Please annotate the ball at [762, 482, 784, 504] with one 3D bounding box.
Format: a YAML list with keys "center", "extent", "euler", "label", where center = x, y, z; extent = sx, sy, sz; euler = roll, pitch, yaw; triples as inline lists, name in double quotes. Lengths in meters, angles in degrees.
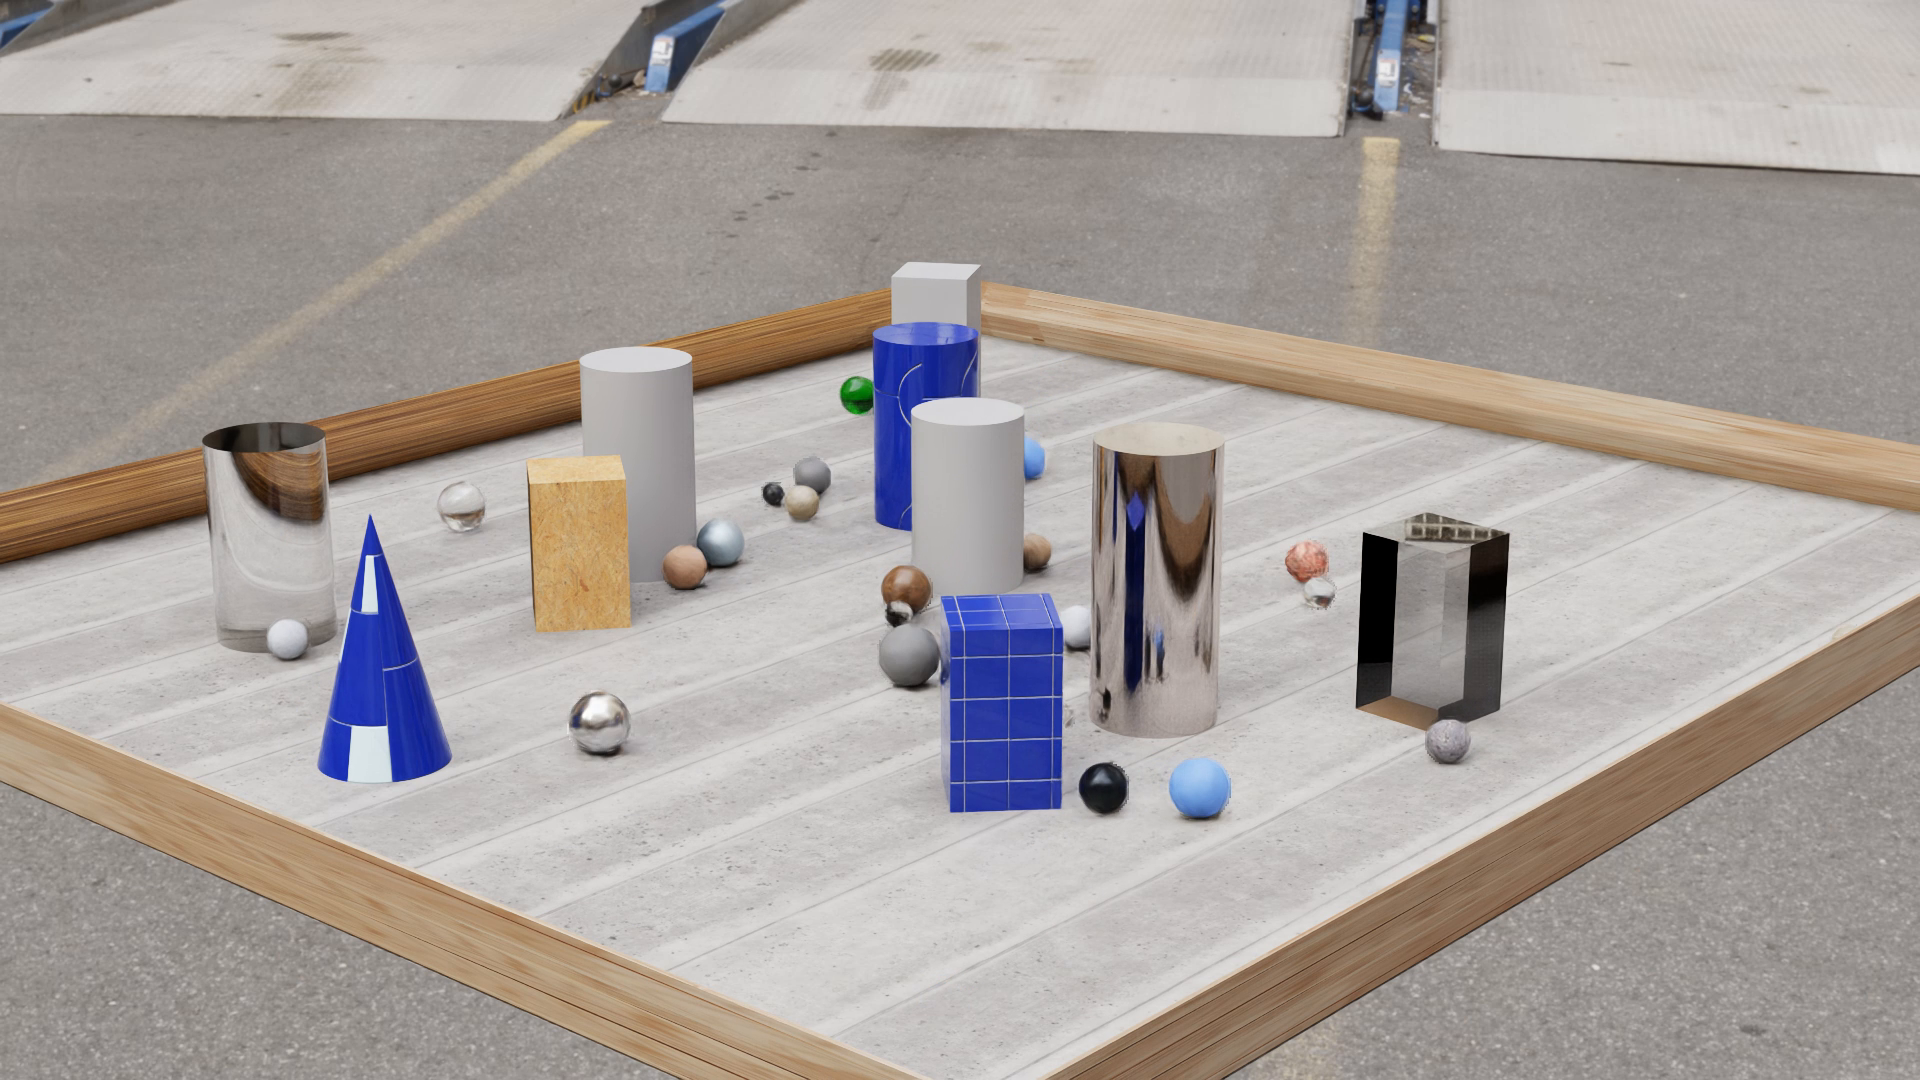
- center: [-0.362, -0.089, 5.677]
  extent: [0.043, 0.043, 0.043]
  euler: [0, 17, 0]
  label: "ball"

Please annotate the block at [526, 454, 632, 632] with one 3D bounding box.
- center: [-0.649, 0.005, 4.987]
  extent: [0.159, 0.260, 0.159]
  euler: [-3, 17, -10]
  label: "block"

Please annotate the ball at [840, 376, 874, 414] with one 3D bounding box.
- center: [-0.220, -0.314, 6.354]
  extent: [0.082, 0.082, 0.082]
  euler: [0, 17, 0]
  label: "ball"

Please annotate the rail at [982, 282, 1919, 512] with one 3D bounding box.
- center: [1.031, -0.310, 6.257]
  extent: [2.861, 0.129, 0.045]
  euler: [14, 22, 39]
  label: "rail"

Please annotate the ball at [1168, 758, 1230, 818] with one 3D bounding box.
- center: [0.338, 0.350, 4.144]
  extent: [0.085, 0.085, 0.085]
  euler: [0, 17, 0]
  label: "ball"

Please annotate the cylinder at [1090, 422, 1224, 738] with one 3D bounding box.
- center: [0.300, 0.060, 4.483]
  extent: [0.199, 0.445, 0.199]
  euler: [0, 17, 0]
  label: "cylinder"

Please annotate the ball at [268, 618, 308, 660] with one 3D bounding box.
- center: [-1.100, 0.162, 4.801]
  extent: [0.066, 0.066, 0.066]
  euler: [0, 17, 0]
  label: "ball"

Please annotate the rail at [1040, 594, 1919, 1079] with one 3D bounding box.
- center: [1.062, 0.298, 4.237]
  extent: [0.045, 0.129, 3.192]
  euler: [14, 22, 39]
  label: "rail"

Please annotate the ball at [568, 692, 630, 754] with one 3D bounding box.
- center: [-0.539, 0.273, 4.387]
  extent: [0.093, 0.093, 0.093]
  euler: [0, 17, 0]
  label: "ball"

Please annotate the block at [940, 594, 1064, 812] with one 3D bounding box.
- center: [0.058, 0.232, 4.211]
  extent: [0.159, 0.272, 0.159]
  euler: [-1, 17, -5]
  label: "block"

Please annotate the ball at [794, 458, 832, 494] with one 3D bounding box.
- center: [-0.288, -0.123, 5.736]
  extent: [0.073, 0.073, 0.073]
  euler: [0, 17, 0]
  label: "ball"

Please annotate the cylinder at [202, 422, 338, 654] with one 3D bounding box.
- center: [-1.147, -0.006, 4.880]
  extent: [0.199, 0.342, 0.199]
  euler: [0, 17, 0]
  label: "cylinder"

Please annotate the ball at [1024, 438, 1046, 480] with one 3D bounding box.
- center: [0.129, -0.162, 5.848]
  extent: [0.084, 0.084, 0.084]
  euler: [0, 17, 0]
  label: "ball"

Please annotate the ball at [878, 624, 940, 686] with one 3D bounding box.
- center: [-0.081, 0.183, 4.674]
  extent: [0.099, 0.099, 0.099]
  euler: [0, 17, 0]
  label: "ball"

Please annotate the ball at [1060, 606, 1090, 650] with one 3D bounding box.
- center: [0.193, 0.145, 4.848]
  extent: [0.072, 0.072, 0.072]
  euler: [0, 17, 0]
  label: "ball"

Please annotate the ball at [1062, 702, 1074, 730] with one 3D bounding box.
- center: [0.154, 0.270, 4.488]
  extent: [0.041, 0.041, 0.041]
  euler: [0, 17, 0]
  label: "ball"

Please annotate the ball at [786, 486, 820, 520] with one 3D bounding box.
- center: [-0.299, -0.071, 5.575]
  extent: [0.066, 0.066, 0.066]
  euler: [0, 17, 0]
  label: "ball"

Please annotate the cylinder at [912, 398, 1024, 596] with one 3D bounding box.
- center: [0.014, -0.077, 5.173]
  extent: [0.199, 0.309, 0.199]
  euler: [0, 17, 0]
  label: "cylinder"

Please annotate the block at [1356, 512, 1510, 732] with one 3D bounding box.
- center: [0.730, 0.126, 4.535]
  extent: [0.159, 0.288, 0.159]
  euler: [-15, 23, -41]
  label: "block"

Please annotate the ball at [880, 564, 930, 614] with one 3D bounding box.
- center: [-0.093, 0.085, 5.024]
  extent: [0.086, 0.086, 0.086]
  euler: [0, 17, 0]
  label: "ball"

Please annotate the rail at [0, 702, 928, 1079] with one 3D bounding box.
- center: [-1.031, 0.375, 3.983]
  extent: [2.861, 0.129, 0.045]
  euler: [14, 22, 39]
  label: "rail"

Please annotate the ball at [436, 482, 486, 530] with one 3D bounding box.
- center: [-0.936, -0.063, 5.504]
  extent: [0.092, 0.092, 0.092]
  euler: [0, 17, 0]
  label: "ball"

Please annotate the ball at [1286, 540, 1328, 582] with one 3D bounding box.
- center: [0.615, 0.038, 5.201]
  extent: [0.074, 0.074, 0.074]
  euler: [0, 17, 0]
  label: "ball"

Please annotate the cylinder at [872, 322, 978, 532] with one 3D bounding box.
- center: [-0.064, -0.216, 5.549]
  extent: [0.199, 0.358, 0.199]
  euler: [0, 17, 0]
  label: "cylinder"

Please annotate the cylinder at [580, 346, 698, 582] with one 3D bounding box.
- center: [-0.574, -0.136, 5.244]
  extent: [0.199, 0.383, 0.199]
  euler: [0, 17, 0]
  label: "cylinder"

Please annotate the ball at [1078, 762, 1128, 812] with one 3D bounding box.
- center: [0.203, 0.352, 4.164]
  extent: [0.071, 0.071, 0.071]
  euler: [0, 17, 0]
  label: "ball"

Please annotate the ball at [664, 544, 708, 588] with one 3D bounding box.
- center: [-0.484, 0.047, 5.166]
  extent: [0.077, 0.077, 0.077]
  euler: [0, 17, 0]
  label: "ball"

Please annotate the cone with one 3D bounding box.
- center: [-0.857, 0.143, 4.315]
  extent: [0.199, 0.384, 0.199]
  euler: [0, 17, 0]
  label: "cone"

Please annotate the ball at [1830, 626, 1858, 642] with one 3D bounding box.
- center: [1.450, 0.172, 4.773]
  extent: [0.065, 0.065, 0.065]
  euler: [0, 17, 0]
  label: "ball"

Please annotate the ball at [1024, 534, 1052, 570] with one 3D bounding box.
- center: [0.132, 0.022, 5.270]
  extent: [0.065, 0.065, 0.065]
  euler: [0, 17, 0]
  label: "ball"

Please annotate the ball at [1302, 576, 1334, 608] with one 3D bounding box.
- center: [0.619, 0.090, 5.059]
  extent: [0.055, 0.055, 0.055]
  euler: [0, 17, 0]
  label: "ball"

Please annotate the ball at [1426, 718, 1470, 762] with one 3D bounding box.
- center: [0.725, 0.298, 4.354]
  extent: [0.064, 0.064, 0.064]
  euler: [0, 17, 0]
  label: "ball"

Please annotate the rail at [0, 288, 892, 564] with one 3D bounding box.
- center: [-1.062, -0.234, 6.003]
  extent: [0.045, 0.129, 3.192]
  euler: [14, 22, 39]
  label: "rail"

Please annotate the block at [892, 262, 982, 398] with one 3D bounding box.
- center: [-0.049, -0.399, 6.186]
  extent: [0.159, 0.343, 0.159]
  euler: [3, 17, 11]
  label: "block"

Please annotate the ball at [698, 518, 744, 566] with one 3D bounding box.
- center: [-0.431, 0.003, 5.294]
  extent: [0.086, 0.086, 0.086]
  euler: [0, 17, 0]
  label: "ball"

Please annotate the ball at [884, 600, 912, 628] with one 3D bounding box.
- center: [-0.104, 0.125, 4.958]
  extent: [0.047, 0.047, 0.047]
  euler: [0, 17, 0]
  label: "ball"
